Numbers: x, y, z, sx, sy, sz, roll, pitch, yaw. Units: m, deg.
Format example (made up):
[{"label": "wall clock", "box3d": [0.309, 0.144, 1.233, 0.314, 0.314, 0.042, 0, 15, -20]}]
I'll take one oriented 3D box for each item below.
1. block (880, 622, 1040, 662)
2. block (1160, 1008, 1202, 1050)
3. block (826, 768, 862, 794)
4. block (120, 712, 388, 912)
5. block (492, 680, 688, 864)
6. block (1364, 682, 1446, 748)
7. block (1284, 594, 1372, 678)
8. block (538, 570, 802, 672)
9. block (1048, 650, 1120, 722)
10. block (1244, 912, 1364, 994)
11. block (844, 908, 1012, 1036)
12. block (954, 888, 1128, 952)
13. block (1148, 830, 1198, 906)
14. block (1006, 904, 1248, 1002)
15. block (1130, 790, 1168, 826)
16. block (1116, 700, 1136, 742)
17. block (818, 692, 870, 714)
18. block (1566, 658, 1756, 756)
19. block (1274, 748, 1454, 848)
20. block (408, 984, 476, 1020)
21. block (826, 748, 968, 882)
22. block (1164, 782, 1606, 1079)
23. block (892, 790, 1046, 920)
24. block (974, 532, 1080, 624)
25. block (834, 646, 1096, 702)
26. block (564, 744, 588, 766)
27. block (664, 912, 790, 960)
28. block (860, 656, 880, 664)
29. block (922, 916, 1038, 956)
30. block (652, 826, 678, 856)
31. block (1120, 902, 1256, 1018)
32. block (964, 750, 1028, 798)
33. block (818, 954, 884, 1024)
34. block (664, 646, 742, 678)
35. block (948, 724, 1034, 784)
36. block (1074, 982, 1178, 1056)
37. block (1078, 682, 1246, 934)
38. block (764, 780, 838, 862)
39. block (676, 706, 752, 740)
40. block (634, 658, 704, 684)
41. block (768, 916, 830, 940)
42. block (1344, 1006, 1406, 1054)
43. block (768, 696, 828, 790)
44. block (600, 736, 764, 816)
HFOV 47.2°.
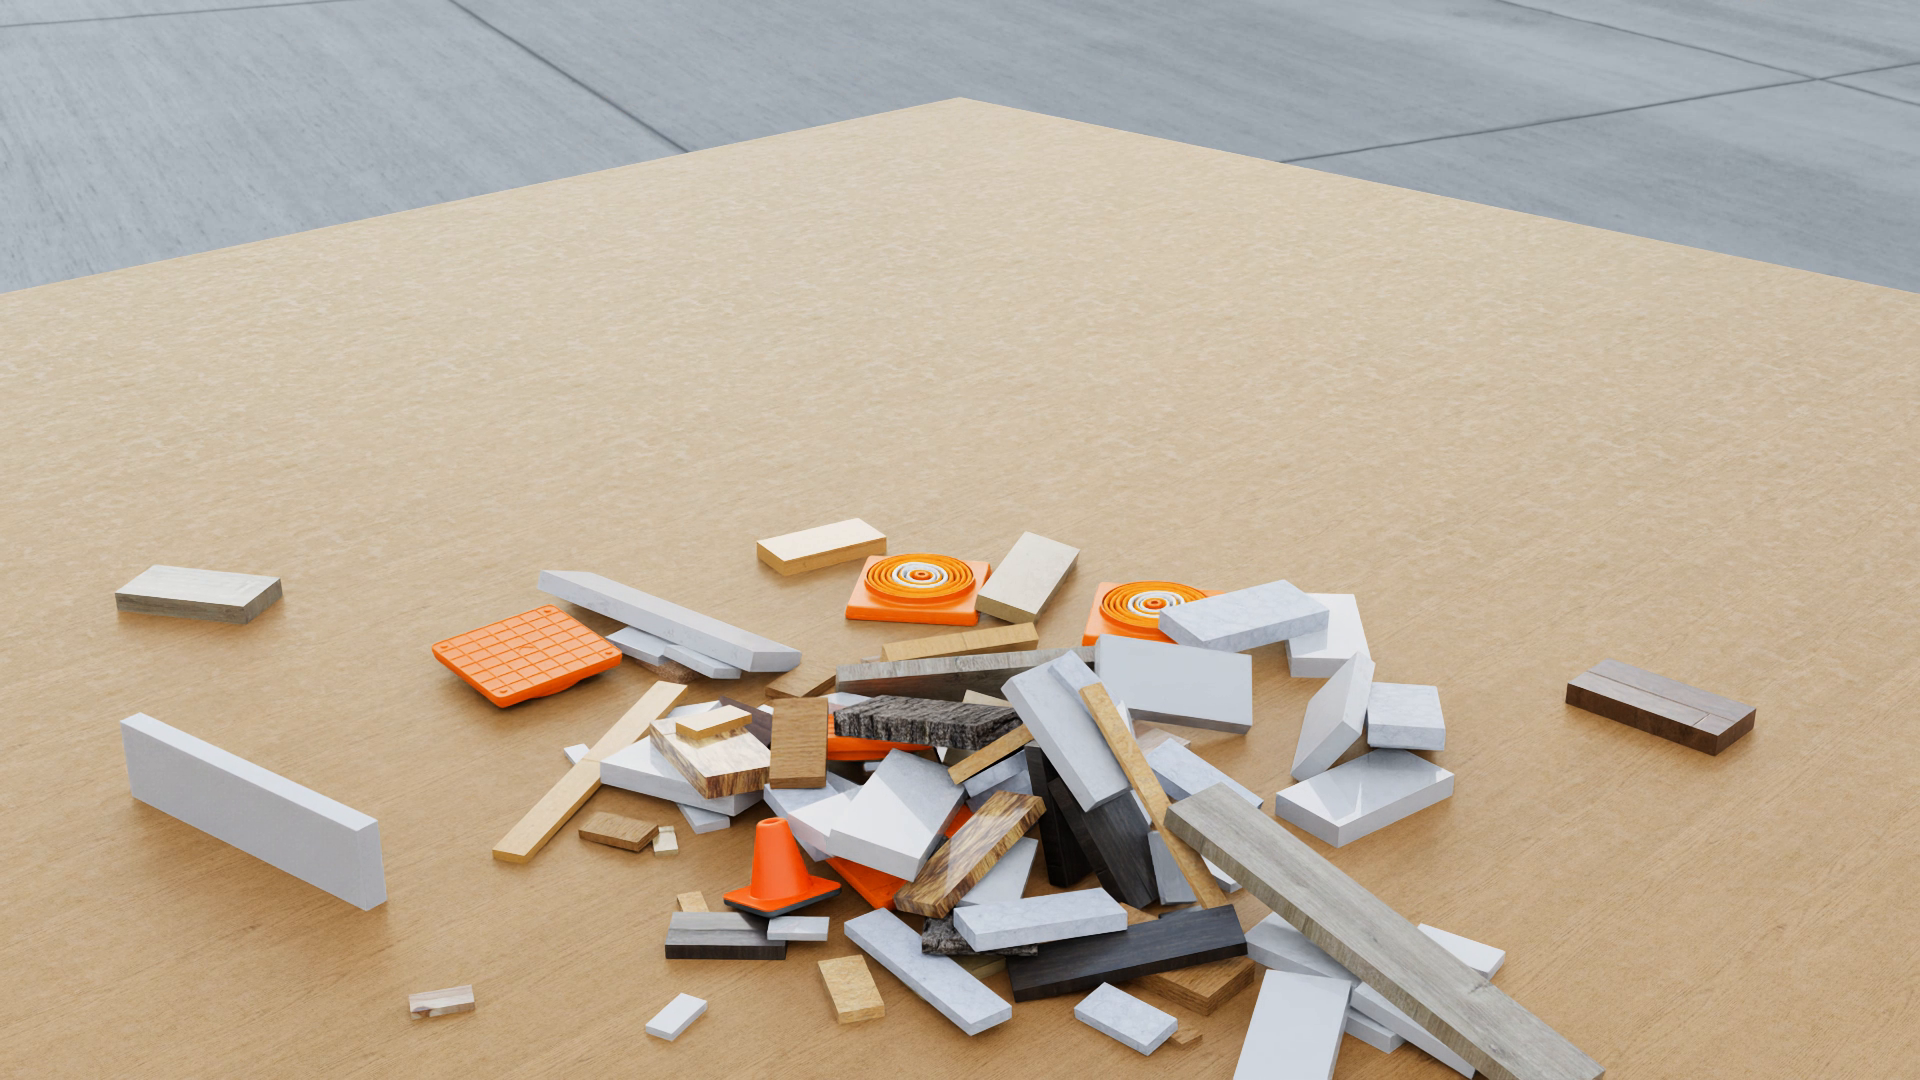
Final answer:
[{"label": "block", "box3d": [-0.009, 0.280, 4.875, 0.346, 0.173, 0.049, -8, 50, -17]}, {"label": "block", "box3d": [0.364, 0.838, 3.769, 0.049, 0.014, 0.097, -17, 28, -35]}, {"label": "block", "box3d": [-0.260, 0.491, 4.476, 0.240, 0.034, 0.120, 20, -7, 39]}, {"label": "block", "box3d": [-1.392, 0.524, 4.304, 0.733, 0.173, 0.049, 16, 28, 33]}, {"label": "block", "box3d": [-0.758, 0.472, 4.583, 0.072, 0.020, 0.712, 8, 27, 18]}, {"label": "block", "box3d": [0.929, 0.365, 4.613, 0.153, 0.043, 0.305, 3, 13, 8]}, {"label": "block", "box3d": [0.854, 0.222, 5.172, 0.178, 0.050, 0.356, 1, 23, 3]}, {"label": "block", "box3d": [-0.694, 0.187, 5.187, 0.716, 0.047, 0.167, 18, 8, 36]}, {"label": "block", "box3d": [0.237, 0.278, 4.190, 0.139, 0.020, 0.069, 46, 44, 8]}, {"label": "block", "box3d": [0.627, 0.736, 3.896, 0.237, 0.034, 0.118, 18, 29, 36]}, {"label": "block", "box3d": [-0.061, 0.757, 3.882, 0.087, 0.025, 0.386, -16, 28, -33]}, {"label": "block", "box3d": [0.143, 0.675, 3.920, 0.286, 0.033, 0.117, -5, 15, -19]}, {"label": "block", "box3d": [0.401, 0.617, 4.147, 0.069, 0.020, 0.139, 2, 65, -27]}, {"label": "block", "box3d": [0.292, 0.731, 3.893, 0.418, 0.029, 0.102, -11, 32, -2]}, {"label": "block", "box3d": [0.345, 0.525, 4.412, 0.110, 0.031, 0.220, 26, 36, 12]}, {"label": "block", "box3d": [0.302, 0.418, 4.540, 0.117, 0.033, 0.235, -26, 20, 8]}, {"label": "block", "box3d": [-0.224, 0.351, 4.636, 0.087, 0.025, 0.175, -9, 11, -43]}, {"label": "block", "box3d": [1.539, 0.364, 4.838, 0.356, 0.050, 0.178, 21, 31, 40]}, {"label": "block", "box3d": [0.825, 0.517, 4.479, 0.343, 0.049, 0.171, -17, 28, -35]}, {"label": "block", "box3d": [-0.905, 0.807, 3.840, 0.108, 0.015, 0.054, -7, 24, -16]}, {"label": "block", "box3d": [-0.109, 0.517, 4.180, 0.171, 0.049, 0.411, 18, 19, 9]}, {"label": "block", "box3d": [0.716, 0.695, 3.826, 0.148, 0.042, 0.874, -19, 41, -38]}, {"label": "block", "box3d": [0.020, 0.579, 4.075, 0.108, 0.031, 0.334, 3, 33, 41]}, {"label": "block", "box3d": [0.170, 0.095, 5.441, 0.149, 0.042, 0.412, 19, 27, 11]}, {"label": "block", "box3d": [0.042, 0.315, 4.819, 0.629, 0.153, 0.043, -4, 49, -9]}, {"label": "block", "box3d": [-0.802, 0.461, 4.659, 0.045, 0.013, 0.091, -12, 26, -27]}, {"label": "block", "box3d": [-0.423, 0.723, 4.017, 0.217, 0.031, 0.108, 0, 23, 1]}, {"label": "block", "box3d": [-0.061, 0.276, 4.997, 0.299, 0.042, 0.149, -8, 6, -17]}, {"label": "block", "box3d": [0.036, 0.705, 3.927, 0.204, 0.029, 0.102, 1, 14, 2]}, {"label": "block", "box3d": [-0.584, 0.595, 4.342, 0.045, 0.013, 0.091, -5, 24, -12]}, {"label": "block", "box3d": [0.363, 0.749, 3.941, 0.295, 0.042, 0.148, 19, 29, 37]}, {"label": "block", "box3d": [0.156, 0.423, 4.360, 0.121, 0.034, 0.336, -33, -8, 41]}, {"label": "block", "box3d": [-0.193, 0.789, 3.870, 0.081, 0.023, 0.163, -7, 24, -15]}, {"label": "block", "box3d": [-0.583, 0.276, 4.981, 0.171, 0.024, 0.086, 20, 10, 39]}, {"label": "block", "box3d": [0.101, 0.396, 4.274, 0.241, 0.034, 0.121, -33, -10, 23]}, {"label": "block", "box3d": [0.284, 0.821, 3.774, 0.163, 0.023, 0.081, 20, 40, 41]}, {"label": "block", "box3d": [0.380, 0.515, 4.069, 0.049, 0.014, 0.581, -14, 65, -37]}, {"label": "block", "box3d": [-0.277, 0.536, 4.272, 0.120, 0.034, 0.240, -10, 29, -27]}, {"label": "block", "box3d": [-0.512, 0.380, 4.576, 0.144, 0.020, 0.072, -15, 23, -43]}, {"label": "block", "box3d": [-0.666, 0.283, 5.063, 0.086, 0.024, 0.171, -21, 30, -40]}, {"label": "block", "box3d": [-0.293, 0.706, 3.998, 0.108, 0.015, 0.054, 1, 23, 1]}, {"label": "block", "box3d": [0.682, 0.804, 3.823, 0.237, 0.034, 0.118, 21, 31, 41]}, {"label": "block", "box3d": [-0.320, 0.404, 4.389, 0.110, 0.031, 0.220, -2, 41, 1]}, {"label": "block", "box3d": [-0.554, 0.482, 4.516, 0.334, 0.047, 0.167, 10, 19, 28]}]
